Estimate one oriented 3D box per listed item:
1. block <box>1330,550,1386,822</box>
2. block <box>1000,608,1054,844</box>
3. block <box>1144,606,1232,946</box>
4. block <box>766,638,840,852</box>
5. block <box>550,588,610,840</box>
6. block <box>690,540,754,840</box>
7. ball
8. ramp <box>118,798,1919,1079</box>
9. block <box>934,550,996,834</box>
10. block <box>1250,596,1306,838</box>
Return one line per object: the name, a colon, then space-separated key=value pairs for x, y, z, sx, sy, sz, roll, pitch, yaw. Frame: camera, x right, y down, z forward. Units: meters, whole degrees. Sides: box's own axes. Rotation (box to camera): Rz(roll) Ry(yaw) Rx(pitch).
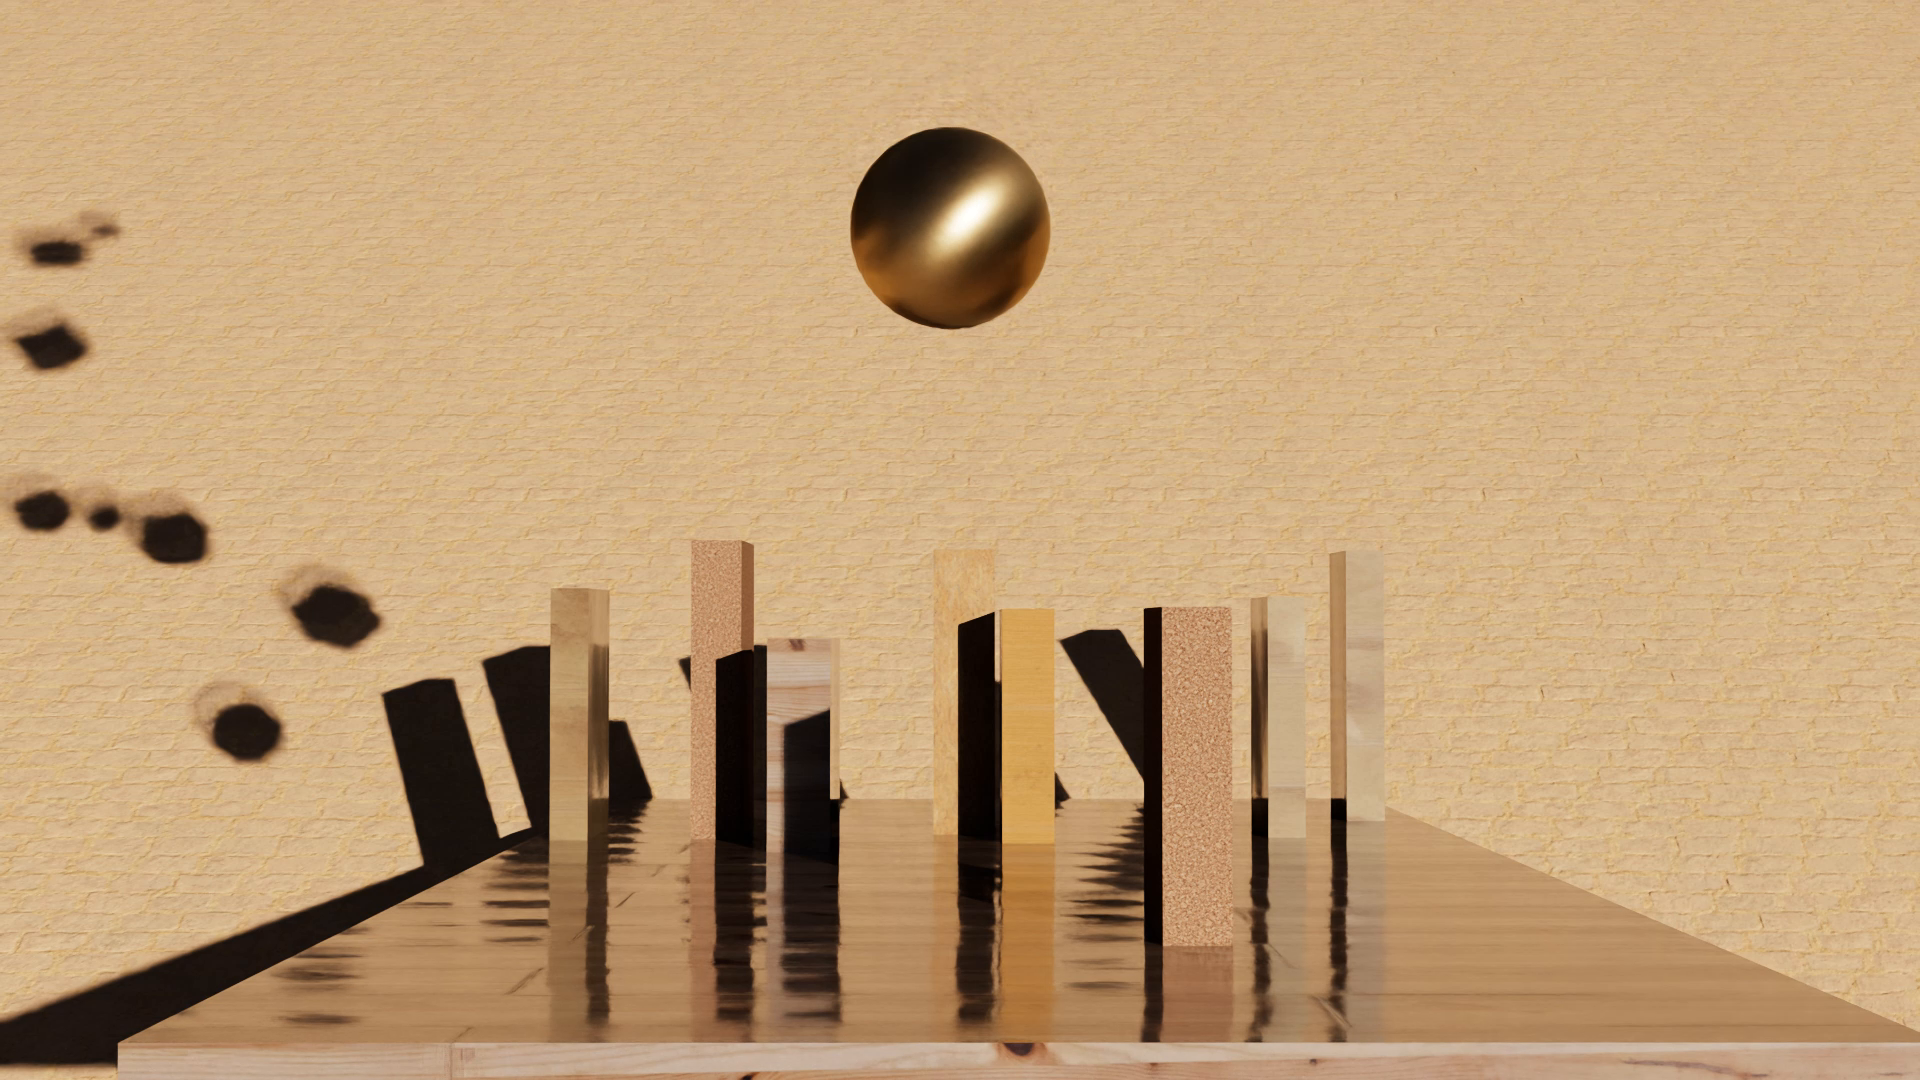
block: x=0.947 y=0.344 z=6.204 sx=0.089 sy=0.631 sz=0.266 roll=0 pitch=-2 yaw=0
block: x=0.143 y=0.396 z=5.629 sx=0.110 sy=0.491 sz=0.351 roll=0 pitch=-2 yaw=0
block: x=0.339 y=0.343 z=3.903 sx=0.100 sy=0.483 sz=0.377 roll=0 pitch=-2 yaw=0
block: x=-0.326 y=0.421 z=5.453 sx=0.128 sy=0.430 sz=0.417 roll=0 pitch=-2 yaw=0
block: x=-0.832 y=0.376 z=5.697 sx=0.080 sy=0.536 sz=0.335 roll=0 pitch=-2 yaw=0
block: x=-0.523 y=0.325 z=5.735 sx=0.107 sy=0.639 sz=0.342 roll=0 pitch=-2 yaw=0
ball: x=-0.010 y=-0.309 z=2.581 sx=0.200 sy=0.200 sz=0.200 roll=0 pitch=35 yaw=0
ramp: x=0.078 y=0.666 z=4.842 sx=2.000 sy=0.100 sz=4.000 roll=0 pitch=-2 yaw=0
block: x=0.009 y=0.337 z=5.854 sx=0.134 sy=0.623 sz=0.353 roll=0 pitch=-2 yaw=0
block: x=0.703 y=0.386 z=5.757 sx=0.080 sy=0.518 sz=0.329 roll=0 pitch=-2 yaw=0
